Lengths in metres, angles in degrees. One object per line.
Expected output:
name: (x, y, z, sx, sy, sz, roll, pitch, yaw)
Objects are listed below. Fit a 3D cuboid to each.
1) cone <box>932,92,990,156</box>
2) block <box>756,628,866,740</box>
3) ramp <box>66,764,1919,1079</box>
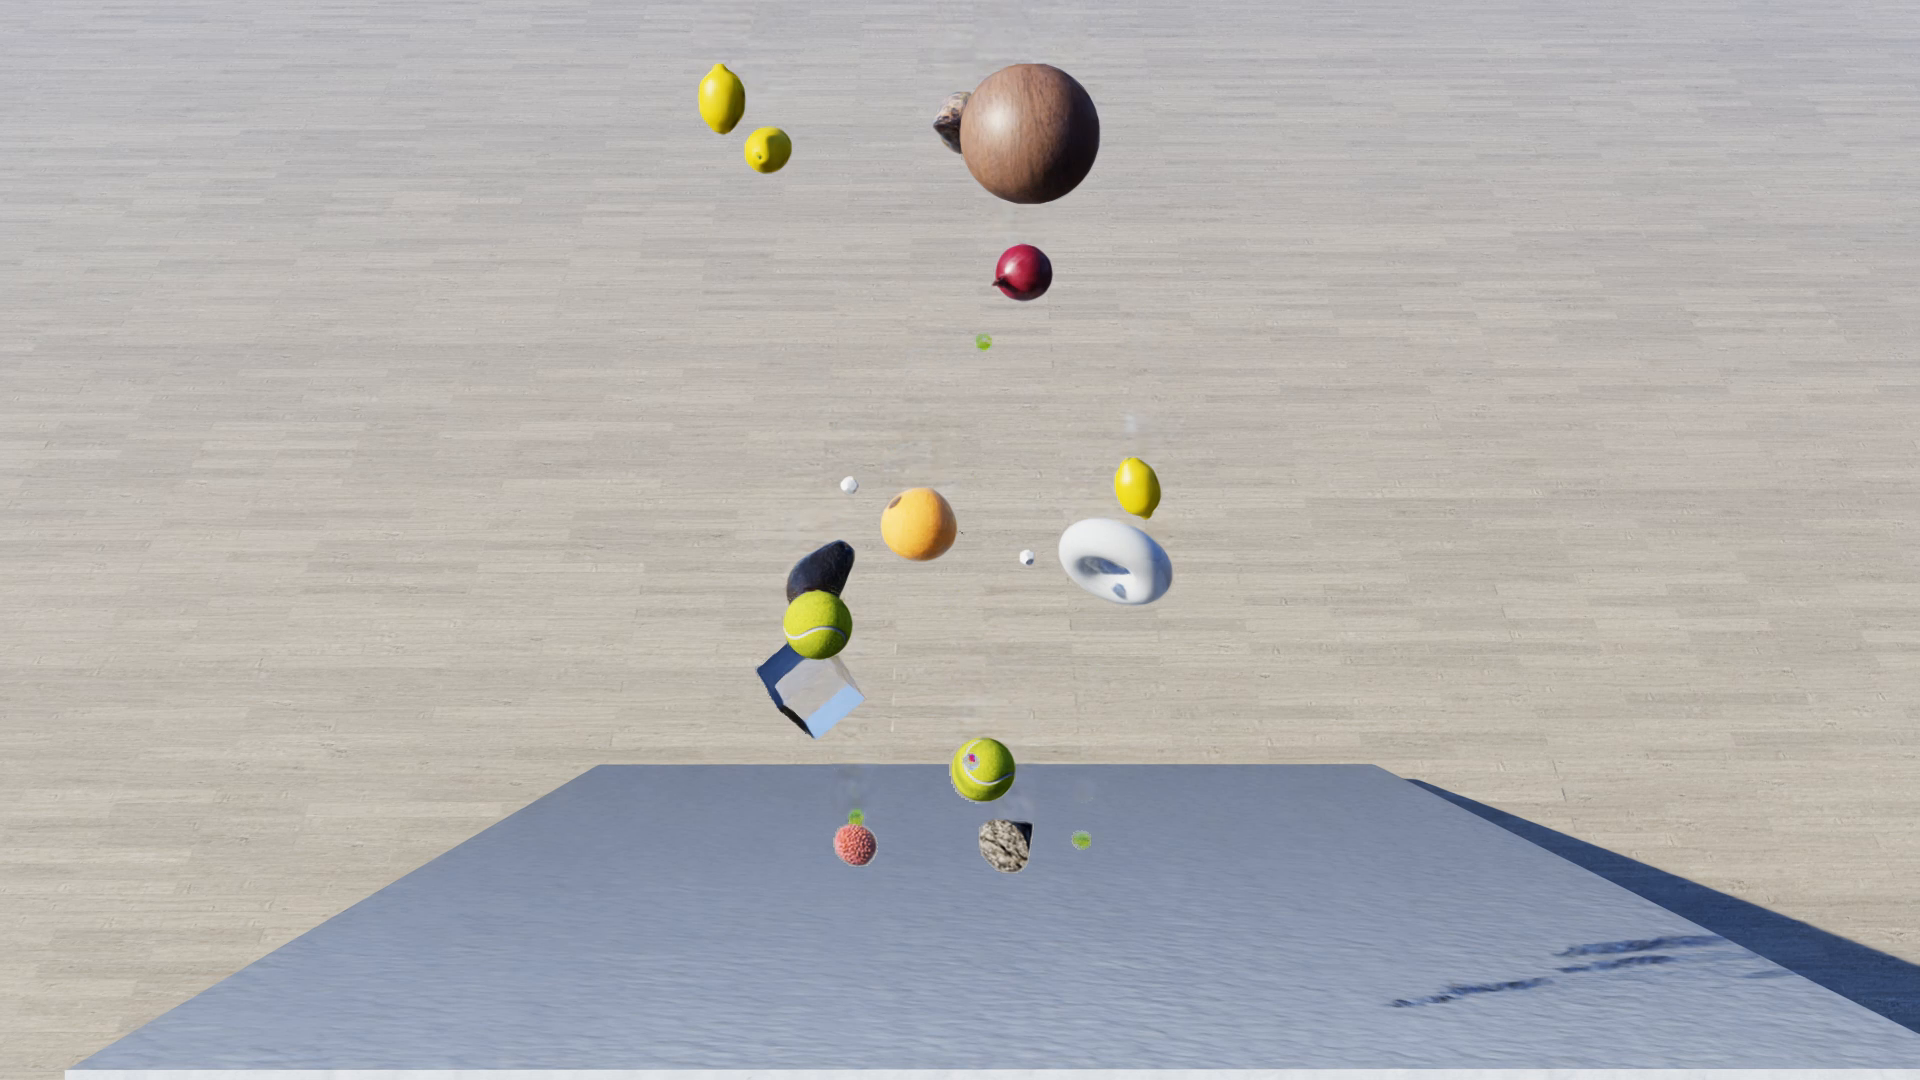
cone: (-0.012, -0.394, 2.456, 0.060, 0.060, 0.060, 17, 17, 26)
block: (-0.161, 0.156, 2.798, 0.071, 0.071, 0.071, -40, 43, 5)
ramp: (0.069, 0.615, 4.690, 2.000, 0.100, 4.000, 0, 0, 0)
